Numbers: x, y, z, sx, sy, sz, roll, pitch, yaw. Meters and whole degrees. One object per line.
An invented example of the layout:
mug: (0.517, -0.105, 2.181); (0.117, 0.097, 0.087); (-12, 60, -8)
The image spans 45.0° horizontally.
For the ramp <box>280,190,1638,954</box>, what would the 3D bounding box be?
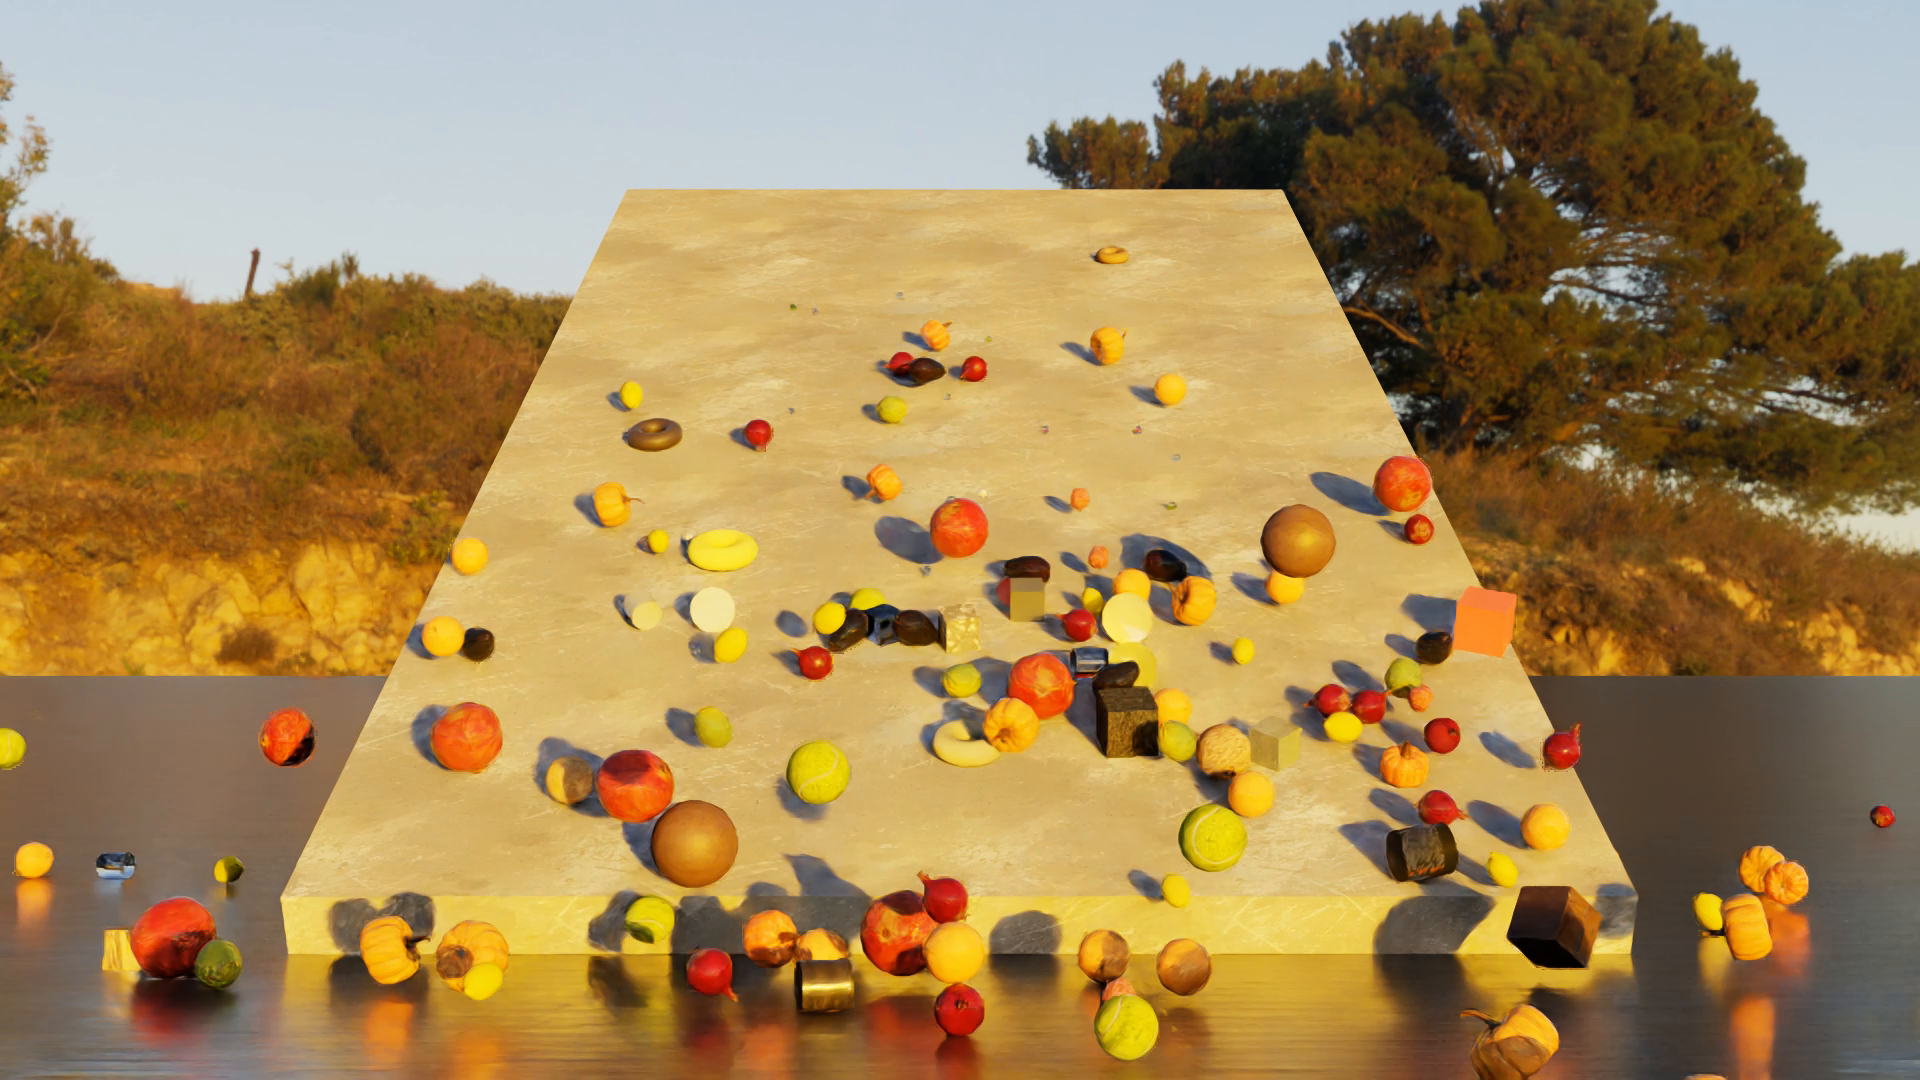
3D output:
ramp: (-0.008, -0.227, 5.270); (2.000, 0.100, 4.000); (0, 24, 0)

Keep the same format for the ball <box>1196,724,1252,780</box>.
ball: (0.423, 0.341, 3.731); (0.090, 0.090, 0.090); (0, -3, 0)

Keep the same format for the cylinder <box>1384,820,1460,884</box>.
cylinder: (0.687, 0.465, 3.453); (0.078, 0.078, 0.078); (19, -11, -25)

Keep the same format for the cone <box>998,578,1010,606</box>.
cone: (0.096, 0.098, 4.369); (0.052, 0.052, 0.052); (0, -3, 1)

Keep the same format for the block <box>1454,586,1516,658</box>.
block: (0.946, 0.147, 4.181); (0.088, 0.088, 0.088); (10, 26, 22)

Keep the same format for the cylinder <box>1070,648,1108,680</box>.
cylinder: (0.226, 0.215, 4.042); (0.057, 0.057, 0.057); (1, -3, -7)

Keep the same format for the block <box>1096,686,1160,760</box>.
block: (0.276, 0.301, 3.828); (0.085, 0.085, 0.085); (-4, 24, -8)

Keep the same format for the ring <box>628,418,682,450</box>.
ring: (-0.670, -0.232, 5.101); (0.122, 0.041, 0.122); (-2, 26, 1)

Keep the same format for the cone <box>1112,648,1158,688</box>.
cone: (0.289, 0.224, 4.061); (0.090, 0.090, 0.090); (1, 11, -21)

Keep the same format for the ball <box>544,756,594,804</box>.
ball: (-0.615, 0.378, 3.656); (0.077, 0.077, 0.077); (0, -3, 0)

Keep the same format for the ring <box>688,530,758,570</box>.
ring: (-0.463, 0.020, 4.520); (0.137, 0.046, 0.137); (0, 22, 0)

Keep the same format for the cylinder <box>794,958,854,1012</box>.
cylinder: (-0.169, 0.552, 2.876); (0.063, 0.063, 0.063); (0, -3, -14)

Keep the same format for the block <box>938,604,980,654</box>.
block: (-0.002, 0.159, 4.180); (0.063, 0.063, 0.063); (-6, 24, -14)

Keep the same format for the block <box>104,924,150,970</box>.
block: (-1.187, 0.580, 3.301); (0.057, 0.057, 0.057); (1, -3, -16)

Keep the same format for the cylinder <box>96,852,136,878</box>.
cylinder: (-1.711, 0.660, 4.701); (0.054, 0.054, 0.054); (-1, -3, 12)

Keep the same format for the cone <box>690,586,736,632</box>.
cone: (-0.465, 0.131, 4.274); (0.084, 0.084, 0.084); (1, -5, -20)

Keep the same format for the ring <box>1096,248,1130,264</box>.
ring: (0.420, -0.782, 6.385); (0.093, 0.031, 0.093); (-1, 24, 0)

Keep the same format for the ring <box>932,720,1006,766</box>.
ring: (0.014, 0.332, 3.811); (0.122, 0.041, 0.122); (1, 23, 0)

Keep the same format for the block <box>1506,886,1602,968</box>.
block: (0.817, 0.533, 3.191); (0.081, 0.081, 0.081); (41, -30, -29)

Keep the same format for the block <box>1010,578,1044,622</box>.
block: (0.123, 0.110, 4.295); (0.062, 0.062, 0.062); (0, 24, 0)

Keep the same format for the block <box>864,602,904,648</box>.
block: (-0.138, 0.154, 4.203); (0.053, 0.053, 0.053); (-17, 29, -34)

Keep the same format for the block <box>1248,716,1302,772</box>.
block: (0.514, 0.332, 3.788); (0.060, 0.060, 0.060); (21, 31, 39)
